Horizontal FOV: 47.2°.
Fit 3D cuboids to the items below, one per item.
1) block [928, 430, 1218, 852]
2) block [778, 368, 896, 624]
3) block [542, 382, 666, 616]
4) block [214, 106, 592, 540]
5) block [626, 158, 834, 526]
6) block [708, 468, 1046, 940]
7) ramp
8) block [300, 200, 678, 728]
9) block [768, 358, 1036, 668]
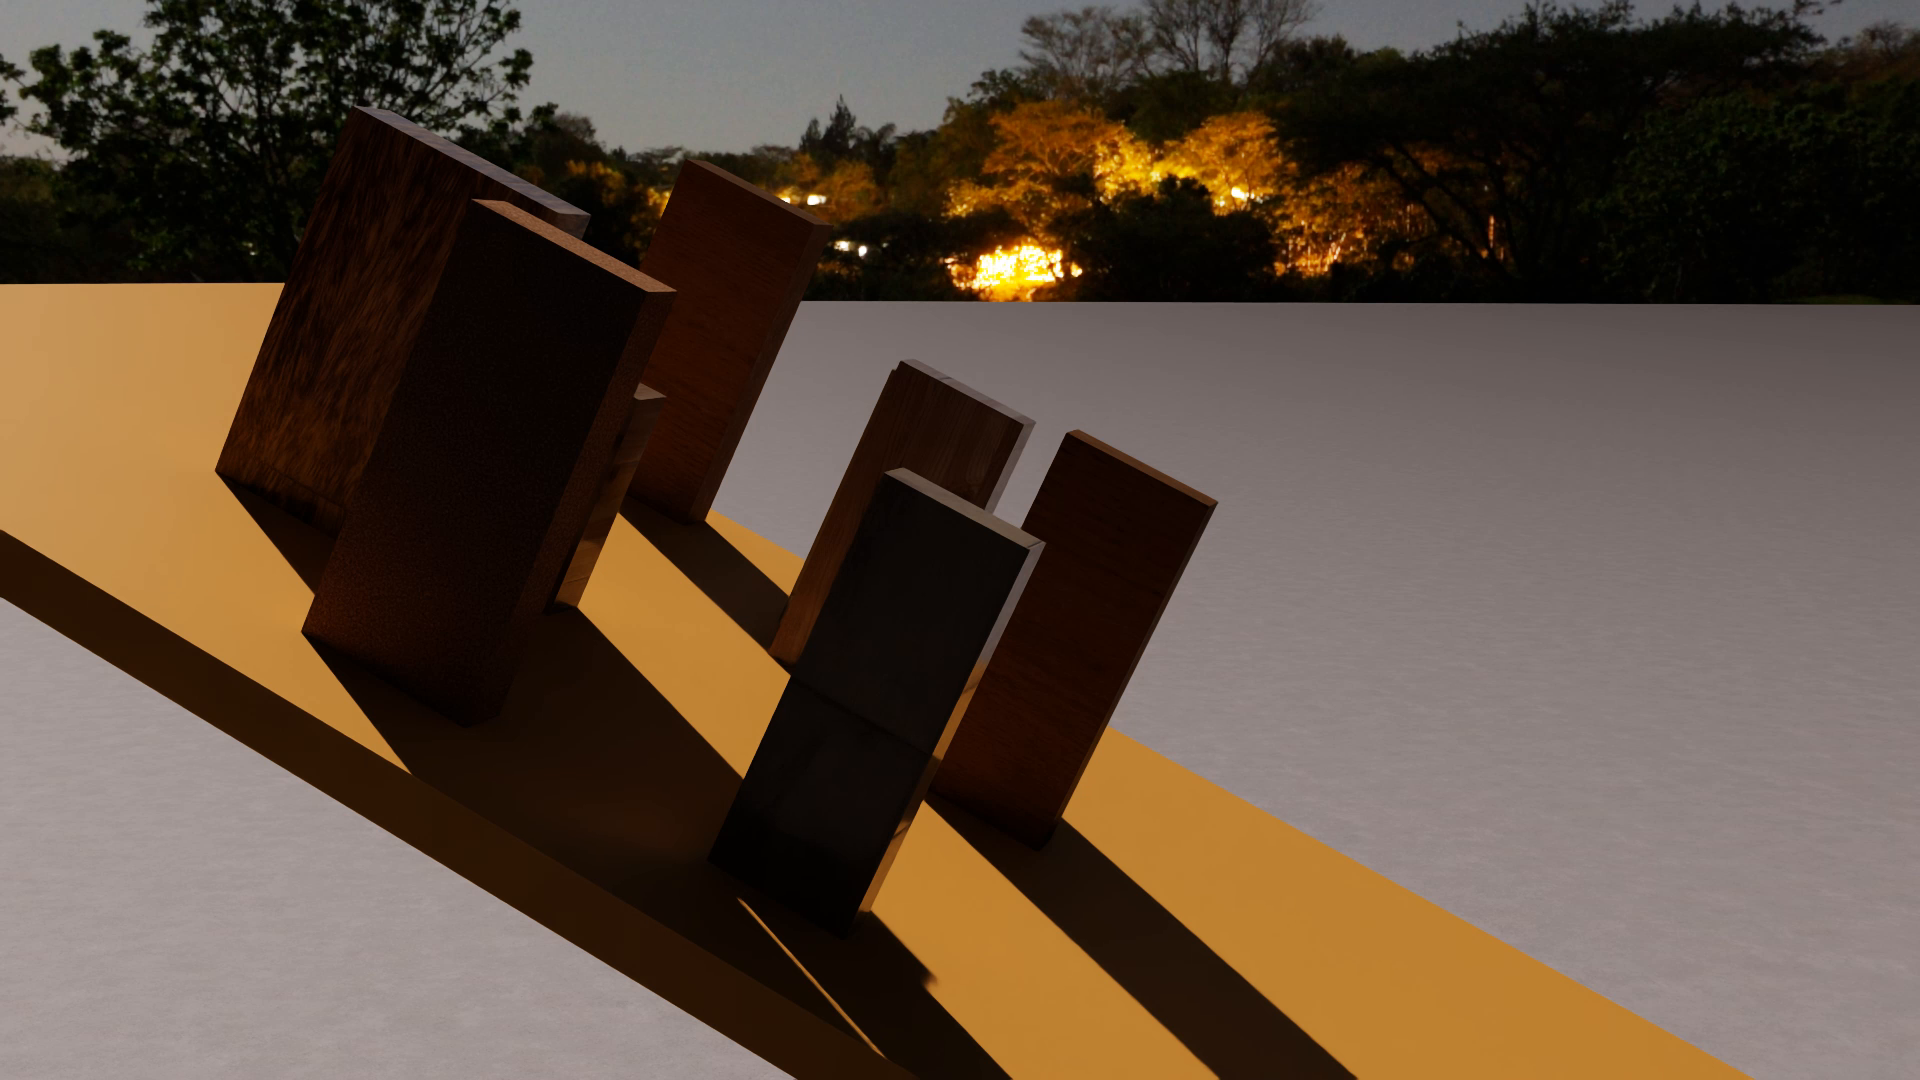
[{"bbox_3d":[0.182,0.188,4.090,0.294,0.729,0.088,28,14,12],"label":"block"},{"bbox_3d":[-0.132,-0.030,4.632,0.277,0.601,0.093,28,14,12],"label":"block"},{"bbox_3d":[-0.830,-0.153,4.174,0.388,0.453,0.119,28,14,12],"label":"block"},{"bbox_3d":[-1.020,-0.354,4.002,0.447,0.731,0.125,28,14,12],"label":"block"},{"bbox_3d":[-0.607,-0.451,5.043,0.343,0.756,0.119,28,14,12],"label":"block"},{"bbox_3d":[-0.133,0.253,3.382,0.252,0.685,0.093,28,14,12],"label":"block"},{"bbox_3d":[-0.256,0.433,4.166,4.000,0.100,2.000,28,14,12],"label":"ramp"},{"bbox_3d":[-0.756,-0.119,3.504,0.328,0.768,0.109,28,14,12],"label":"block"},{"bbox_3d":[-0.120,-0.001,4.408,0.280,0.664,0.091,28,14,12],"label":"block"}]
